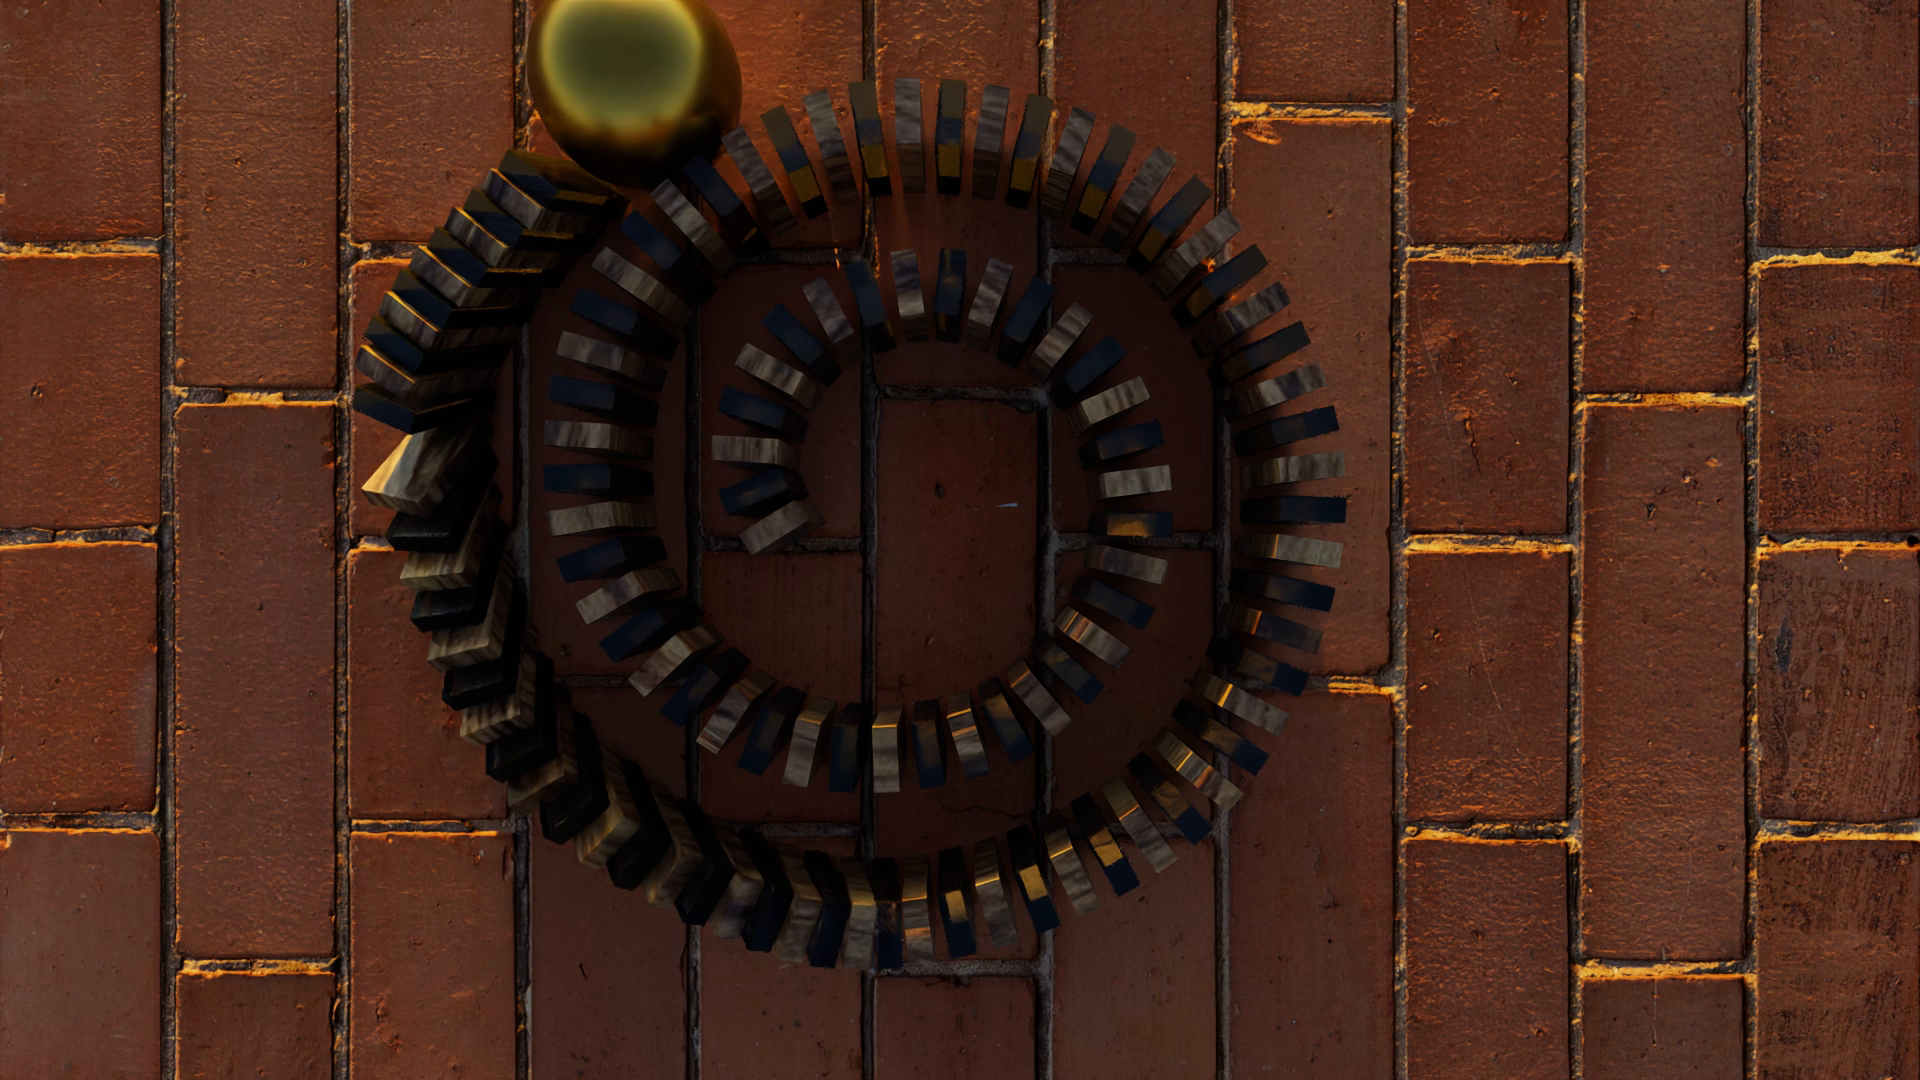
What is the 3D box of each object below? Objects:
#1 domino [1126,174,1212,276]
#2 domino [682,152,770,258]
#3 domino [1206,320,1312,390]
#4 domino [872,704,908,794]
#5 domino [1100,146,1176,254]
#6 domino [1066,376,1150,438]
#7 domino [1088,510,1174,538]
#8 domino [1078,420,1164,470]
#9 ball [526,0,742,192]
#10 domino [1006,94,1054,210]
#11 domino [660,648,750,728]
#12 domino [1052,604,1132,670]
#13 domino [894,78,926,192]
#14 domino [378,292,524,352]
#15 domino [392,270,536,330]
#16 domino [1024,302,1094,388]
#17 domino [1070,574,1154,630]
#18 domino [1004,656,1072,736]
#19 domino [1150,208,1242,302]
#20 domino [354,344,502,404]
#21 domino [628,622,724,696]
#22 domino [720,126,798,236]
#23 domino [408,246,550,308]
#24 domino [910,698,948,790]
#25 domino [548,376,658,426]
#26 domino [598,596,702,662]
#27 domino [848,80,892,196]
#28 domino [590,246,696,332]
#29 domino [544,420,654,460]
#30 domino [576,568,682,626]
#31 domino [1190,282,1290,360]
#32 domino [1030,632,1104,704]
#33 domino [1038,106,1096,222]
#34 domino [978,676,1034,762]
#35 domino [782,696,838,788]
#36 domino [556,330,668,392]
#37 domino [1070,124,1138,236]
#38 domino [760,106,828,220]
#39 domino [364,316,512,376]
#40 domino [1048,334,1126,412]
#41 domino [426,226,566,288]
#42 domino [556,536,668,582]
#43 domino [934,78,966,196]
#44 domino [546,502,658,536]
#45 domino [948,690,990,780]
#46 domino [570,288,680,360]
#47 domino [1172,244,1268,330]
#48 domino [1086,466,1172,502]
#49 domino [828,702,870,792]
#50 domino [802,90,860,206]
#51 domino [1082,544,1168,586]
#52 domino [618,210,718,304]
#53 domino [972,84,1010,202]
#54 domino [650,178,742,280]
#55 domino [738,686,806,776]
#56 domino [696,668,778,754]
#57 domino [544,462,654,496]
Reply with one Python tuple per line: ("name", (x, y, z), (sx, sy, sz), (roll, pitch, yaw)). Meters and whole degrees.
("domino", (0.084, -0.127, 0.375), (0.010, 0.050, 0.025), (44, 90, 0))
("domino", (-0.095, -0.136, 0.375), (0.009, 0.050, 0.025), (-40, 90, 0))
("domino", (0.121, -0.074, 0.375), (0.025, 0.050, 0.010), (-25, 90, 0))
("domino", (-0.028, 0.084, 0.375), (0.009, 0.050, 0.025), (-3, 90, 0))
("domino", (0.072, -0.138, 0.375), (0.010, 0.050, 0.025), (35, 90, 0))
("domino", (0.059, -0.054, 0.375), (0.025, 0.050, 0.009), (-24, 90, 0))
("domino", (0.069, -0.006, 0.375), (0.025, 0.050, 0.010), (2, 90, 0))
("domino", (0.065, -0.038, 0.375), (0.025, 0.050, 0.010), (-15, 90, 0))
("ball", (-0.126, -0.180, 0.360), (0.080, 0.080, 0.080), (0, 90, 0))
("domino", (0.028, -0.157, 0.375), (0.009, 0.050, 0.025), (16, 90, 0))
("domino", (-0.103, 0.059, 0.375), (0.010, 0.050, 0.025), (41, 90, 0))
("domino", (0.053, 0.039, 0.375), (0.025, 0.050, 0.009), (34, 90, 0))
("domino", (-0.020, -0.164, 0.375), (0.010, 0.050, 0.025), (-1, 90, 0))
("domino", (-0.207, -0.091, 0.375), (0.025, 0.050, 0.009), (38, 111, 0))
("domino", (-0.201, -0.099, 0.375), (0.025, 0.050, 0.010), (38, 111, 0))
("domino", (0.040, -0.079, 0.375), (0.009, 0.050, 0.025), (39, 90, 0))
("domino", (0.061, 0.025, 0.375), (0.025, 0.050, 0.009), (26, 90, 0))
("domino", (0.031, 0.063, 0.375), (0.009, 0.050, 0.025), (-40, 90, 0))
("domino", (0.095, -0.115, 0.375), (0.025, 0.050, 0.009), (-40, 90, 0))
("domino", (-0.216, -0.071, 0.375), (0.025, 0.050, 0.009), (35, 112, 0))
("domino", (-0.115, 0.048, 0.375), (0.025, 0.050, 0.009), (-43, 90, 0))
("domino", (-0.081, -0.145, 0.375), (0.009, 0.050, 0.025), (-31, 90, 0))
("domino", (-0.195, -0.108, 0.375), (0.025, 0.050, 0.010), (38, 110, 0))
("domino", (-0.012, 0.082, 0.375), (0.009, 0.050, 0.025), (-9, 90, 0))
("domino", (-0.145, -0.056, 0.375), (0.025, 0.050, 0.010), (9, 90, 0))
("domino", (-0.125, 0.036, 0.375), (0.025, 0.050, 0.009), (-37, 90, 0))
("domino", (-0.036, -0.163, 0.375), (0.009, 0.050, 0.025), (-9, 90, 0))
("domino", (-0.128, -0.102, 0.375), (0.025, 0.050, 0.009), (34, 90, 0))
("domino", (-0.146, -0.040, 0.375), (0.025, 0.050, 0.010), (3, 90, 0))
("domino", (-0.134, 0.022, 0.375), (0.025, 0.050, 0.009), (-30, 90, 0))
("domino", (0.114, -0.089, 0.375), (0.025, 0.050, 0.010), (-29, 90, 0))
("domino", (0.043, 0.051, 0.375), (0.025, 0.050, 0.009), (42, 90, 0))
("domino", (0.043, -0.152, 0.375), (0.009, 0.050, 0.025), (21, 90, 0))
("domino", (0.018, 0.072, 0.375), (0.010, 0.050, 0.025), (-30, 90, 0))
("domino", (-0.061, 0.082, 0.375), (0.009, 0.050, 0.025), (12, 90, 0))
("domino", (-0.141, -0.072, 0.375), (0.025, 0.050, 0.010), (15, 90, 0))
("domino", (0.058, -0.146, 0.375), (0.009, 0.050, 0.025), (27, 90, 0))
("domino", (-0.067, -0.153, 0.375), (0.009, 0.050, 0.025), (-25, 90, 0))
("domino", (-0.212, -0.082, 0.375), (0.025, 0.050, 0.010), (38, 111, 0))
("domino", (0.051, -0.067, 0.375), (0.025, 0.050, 0.009), (-39, 90, 0))
("domino", (-0.188, -0.115, 0.375), (0.025, 0.050, 0.009), (38, 110, 0))
("domino", (-0.141, 0.008, 0.375), (0.025, 0.050, 0.010), (-20, 90, 0))
("domino", (-0.004, -0.163, 0.375), (0.009, 0.050, 0.025), (5, 90, 0))
("domino", (-0.145, -0.008, 0.375), (0.025, 0.050, 0.009), (-9, 90, 0))
("domino", (0.003, 0.079, 0.375), (0.009, 0.050, 0.025), (-18, 90, 0))
("domino", (-0.136, -0.087, 0.375), (0.025, 0.050, 0.010), (23, 90, 0))
("domino", (0.105, -0.102, 0.375), (0.025, 0.050, 0.009), (-34, 90, 0))
("domino", (0.068, -0.022, 0.375), (0.025, 0.050, 0.009), (-7, 90, 0))
("domino", (-0.045, 0.084, 0.375), (0.009, 0.050, 0.025), (4, 90, 0))
("domino", (-0.052, -0.159, 0.375), (0.009, 0.050, 0.025), (-18, 90, 0))
("domino", (0.067, 0.010, 0.375), (0.025, 0.050, 0.010), (14, 90, 0))
("domino", (-0.118, -0.114, 0.375), (0.025, 0.050, 0.009), (42, 90, 0))
("domino", (0.012, -0.161, 0.375), (0.009, 0.050, 0.025), (11, 90, 0))
("domino", (-0.107, -0.126, 0.375), (0.010, 0.050, 0.025), (-42, 90, 0))
("domino", (-0.076, 0.077, 0.375), (0.010, 0.050, 0.025), (23, 90, 0))
("domino", (-0.090, 0.069, 0.375), (0.009, 0.050, 0.025), (33, 90, 0))
("domino", (-0.146, -0.024, 0.375), (0.025, 0.050, 0.010), (-2, 90, 0))
